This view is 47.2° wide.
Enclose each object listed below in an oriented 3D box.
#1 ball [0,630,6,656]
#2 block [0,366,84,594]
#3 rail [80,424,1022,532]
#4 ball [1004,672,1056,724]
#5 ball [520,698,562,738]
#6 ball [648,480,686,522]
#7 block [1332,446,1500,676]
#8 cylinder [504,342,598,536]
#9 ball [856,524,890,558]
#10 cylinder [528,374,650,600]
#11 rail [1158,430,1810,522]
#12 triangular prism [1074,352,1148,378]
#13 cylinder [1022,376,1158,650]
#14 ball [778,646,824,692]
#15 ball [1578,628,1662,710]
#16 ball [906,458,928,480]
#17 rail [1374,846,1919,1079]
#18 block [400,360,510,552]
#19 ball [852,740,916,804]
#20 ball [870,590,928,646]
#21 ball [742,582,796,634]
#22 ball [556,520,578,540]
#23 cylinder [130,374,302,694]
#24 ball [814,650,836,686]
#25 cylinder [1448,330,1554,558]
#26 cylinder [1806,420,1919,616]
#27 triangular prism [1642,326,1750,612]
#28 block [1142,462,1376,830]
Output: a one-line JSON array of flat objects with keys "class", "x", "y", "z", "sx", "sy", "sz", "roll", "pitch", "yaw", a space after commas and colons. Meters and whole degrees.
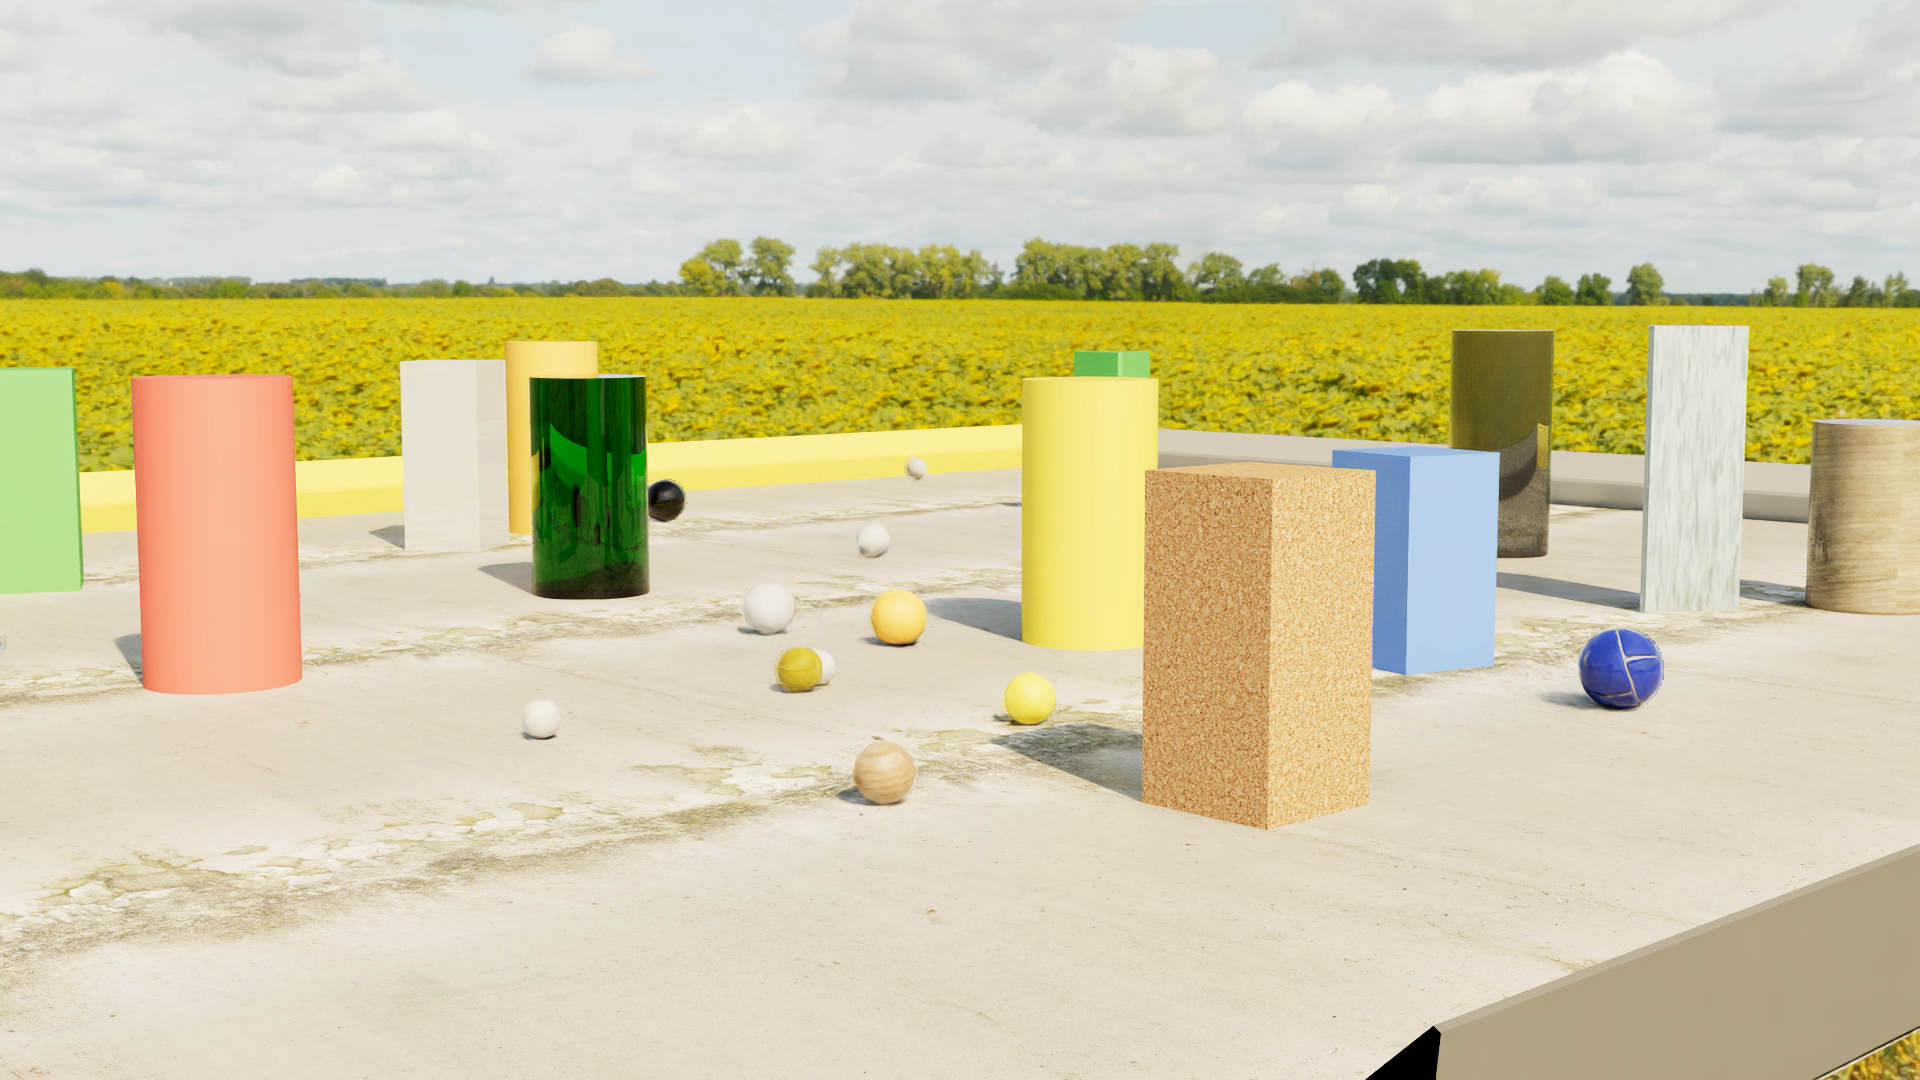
[{"class": "ball", "x": -1.219, "y": 0.128, "z": 2.750, "sx": 0.047, "sy": 0.047, "sz": 0.047, "roll": 0, "pitch": 6, "yaw": 0}, {"class": "block", "x": -1.462, "y": -0.096, "z": 3.453, "sx": 0.143, "sy": 0.344, "sz": 0.143, "roll": -2, "pitch": 6, "yaw": -20}, {"class": "rail", "x": -1.251, "y": -0.114, "z": 4.680, "sx": 4.145, "sy": 0.116, "sz": 0.045, "roll": -6, "pitch": 8, "yaw": -42}, {"class": "ball", "x": 0.074, "y": 0.168, "z": 2.338, "sx": 0.055, "sy": 0.055, "sz": 0.055, "roll": 0, "pitch": 6, "yaw": 0}, {"class": "ball", "x": -0.431, "y": 0.184, "z": 2.262, "sx": 0.041, "sy": 0.041, "sz": 0.041, "roll": 0, "pitch": 6, "yaw": 0}, {"class": "ball", "x": -0.607, "y": -0.080, "z": 4.517, "sx": 0.086, "sy": 0.086, "sz": 0.086, "roll": 0, "pitch": 6, "yaw": 0}, {"class": "block", "x": 0.562, "y": 0.021, "z": 2.732, "sx": 0.143, "sy": 0.264, "sz": 0.143, "roll": -4, "pitch": 7, "yaw": -30}, {"class": "cylinder", "x": -0.800, "y": -0.203, "z": 4.321, "sx": 0.179, "sy": 0.372, "sz": 0.179, "roll": 0, "pitch": 6, "yaw": 0}, {"class": "ball", "x": -0.153, "y": 0.001, "z": 3.868, "sx": 0.062, "sy": 0.062, "sz": 0.062, "roll": 0, "pitch": 6, "yaw": 0}, {"class": "cylinder", "x": -0.571, "y": -0.085, "z": 3.393, "sx": 0.179, "sy": 0.335, "sz": 0.179, "roll": 0, "pitch": 6, "yaw": 0}, {"class": "rail", "x": 1.506, "y": -0.118, "z": 4.714, "sx": 0.045, "sy": 0.116, "sz": 3.736, "roll": -6, "pitch": 8, "yaw": -42}, {"class": "triangular prism", "x": 0.338, "y": -0.218, "z": 4.580, "sx": 0.134, "sy": 0.347, "sz": 0.155, "roll": -4, "pitch": 7, "yaw": -33}, {"class": "cylinder", "x": 0.171, "y": -0.039, "z": 2.910, "sx": 0.179, "sy": 0.347, "sz": 0.179, "roll": 0, "pitch": 6, "yaw": 0}, {"class": "ball", "x": -0.184, "y": 0.149, "z": 2.531, "sx": 0.053, "sy": 0.053, "sz": 0.053, "roll": 0, "pitch": 6, "yaw": 0}, {"class": "ball", "x": 0.728, "y": 0.142, "z": 2.426, "sx": 0.090, "sy": 0.090, "sz": 0.090, "roll": 0, "pitch": 6, "yaw": 0}, {"class": "ball", "x": -0.110, "y": -0.182, "z": 5.622, "sx": 0.053, "sy": 0.053, "sz": 0.053, "roll": 0, "pitch": 6, "yaw": 0}, {"class": "rail", "x": 1.251, "y": 0.175, "z": 1.985, "sx": 4.145, "sy": 0.116, "sz": 0.045, "roll": -6, "pitch": 8, "yaw": -42}, {"class": "block", "x": -0.924, "y": -0.157, "z": 4.032, "sx": 0.143, "sy": 0.342, "sz": 0.143, "roll": 1, "pitch": 6, "yaw": 10}, {"class": "ball", "x": -0.068, "y": 0.208, "z": 1.966, "sx": 0.057, "sy": 0.057, "sz": 0.057, "roll": 0, "pitch": 6, "yaw": 0}, {"class": "ball", "x": -0.080, "y": 0.101, "z": 2.878, "sx": 0.074, "sy": 0.074, "sz": 0.074, "roll": 0, "pitch": 6, "yaw": 0}, {"class": "ball", "x": -0.258, "y": 0.092, "z": 2.980, "sx": 0.071, "sy": 0.071, "sz": 0.071, "roll": 0, "pitch": 6, "yaw": 0}, {"class": "ball", "x": -0.745, "y": -0.020, "z": 4.162, "sx": 0.040, "sy": 0.040, "sz": 0.040, "roll": 0, "pitch": 6, "yaw": 0}, {"class": "cylinder", "x": -0.873, "y": -0.011, "z": 2.586, "sx": 0.179, "sy": 0.360, "sz": 0.179, "roll": 0, "pitch": 6, "yaw": 0}, {"class": "ball", "x": -0.165, "y": 0.150, "z": 2.577, "sx": 0.042, "sy": 0.042, "sz": 0.042, "roll": 0, "pitch": 6, "yaw": 0}, {"class": "cylinder", "x": 0.966, "y": -0.175, "z": 3.935, "sx": 0.179, "sy": 0.398, "sz": 0.179, "roll": 0, "pitch": 6, "yaw": 0}, {"class": "cylinder", "x": 1.342, "y": -0.036, "z": 3.230, "sx": 0.179, "sy": 0.273, "sz": 0.179, "roll": 0, "pitch": 6, "yaw": 0}, {"class": "triangular prism", "x": 1.051, "y": -0.109, "z": 3.246, "sx": 0.155, "sy": 0.413, "sz": 0.134, "roll": -1, "pitch": 6, "yaw": -12}, {"class": "block", "x": 0.265, "y": 0.087, "z": 1.953, "sx": 0.143, "sy": 0.299, "sz": 0.143, "roll": -6, "pitch": 8, "yaw": -43}]
